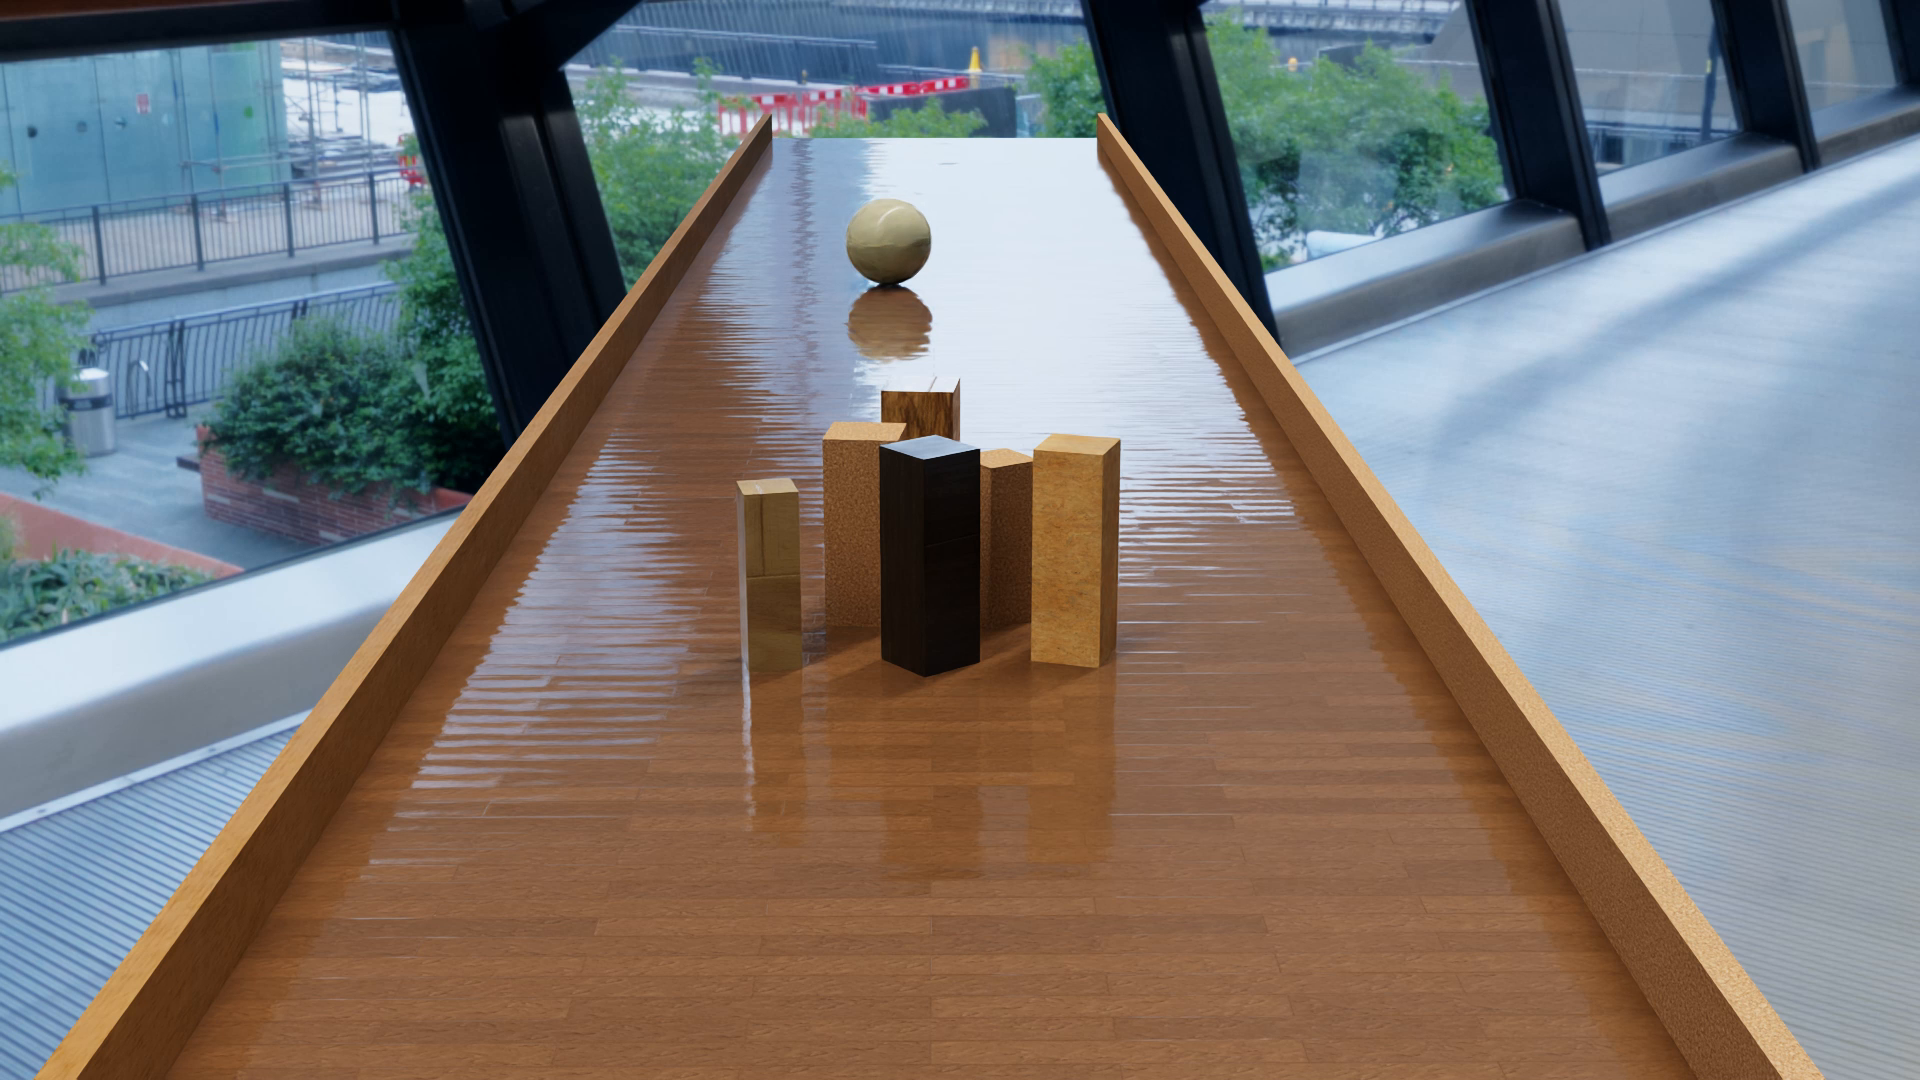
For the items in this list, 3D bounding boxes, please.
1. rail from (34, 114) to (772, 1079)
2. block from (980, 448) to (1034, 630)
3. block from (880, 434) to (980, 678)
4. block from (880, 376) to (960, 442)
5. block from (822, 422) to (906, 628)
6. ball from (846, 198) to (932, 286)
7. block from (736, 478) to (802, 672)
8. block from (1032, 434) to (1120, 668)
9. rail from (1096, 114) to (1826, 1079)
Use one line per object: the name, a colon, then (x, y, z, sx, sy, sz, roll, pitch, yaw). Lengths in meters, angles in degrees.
rail: (-1.118, -0.838, 7.780, 0.050, 0.150, 12.000, 0, 17, -1)
block: (0.080, -0.004, 4.628, 0.124, 0.349, 0.124, -11, 20, -32)
block: (-0.059, 0.030, 4.350, 0.141, 0.442, 0.141, -13, 21, -37)
block: (-0.085, -0.127, 4.867, 0.157, 0.448, 0.157, 2, 17, 6)
block: (-0.197, -0.033, 4.632, 0.155, 0.403, 0.155, 2, 17, 5)
ball: (-0.276, -1.160, 8.533, 0.338, 0.338, 0.338, 0, 17, 0)
block: (-0.377, 0.069, 4.355, 0.107, 0.364, 0.107, -4, 17, -13)
block: (0.231, 0.020, 4.393, 0.141, 0.437, 0.141, 5, 17, 17)
rail: (0.932, -0.844, 7.801, 0.050, 0.150, 12.000, 0, 17, -1)
